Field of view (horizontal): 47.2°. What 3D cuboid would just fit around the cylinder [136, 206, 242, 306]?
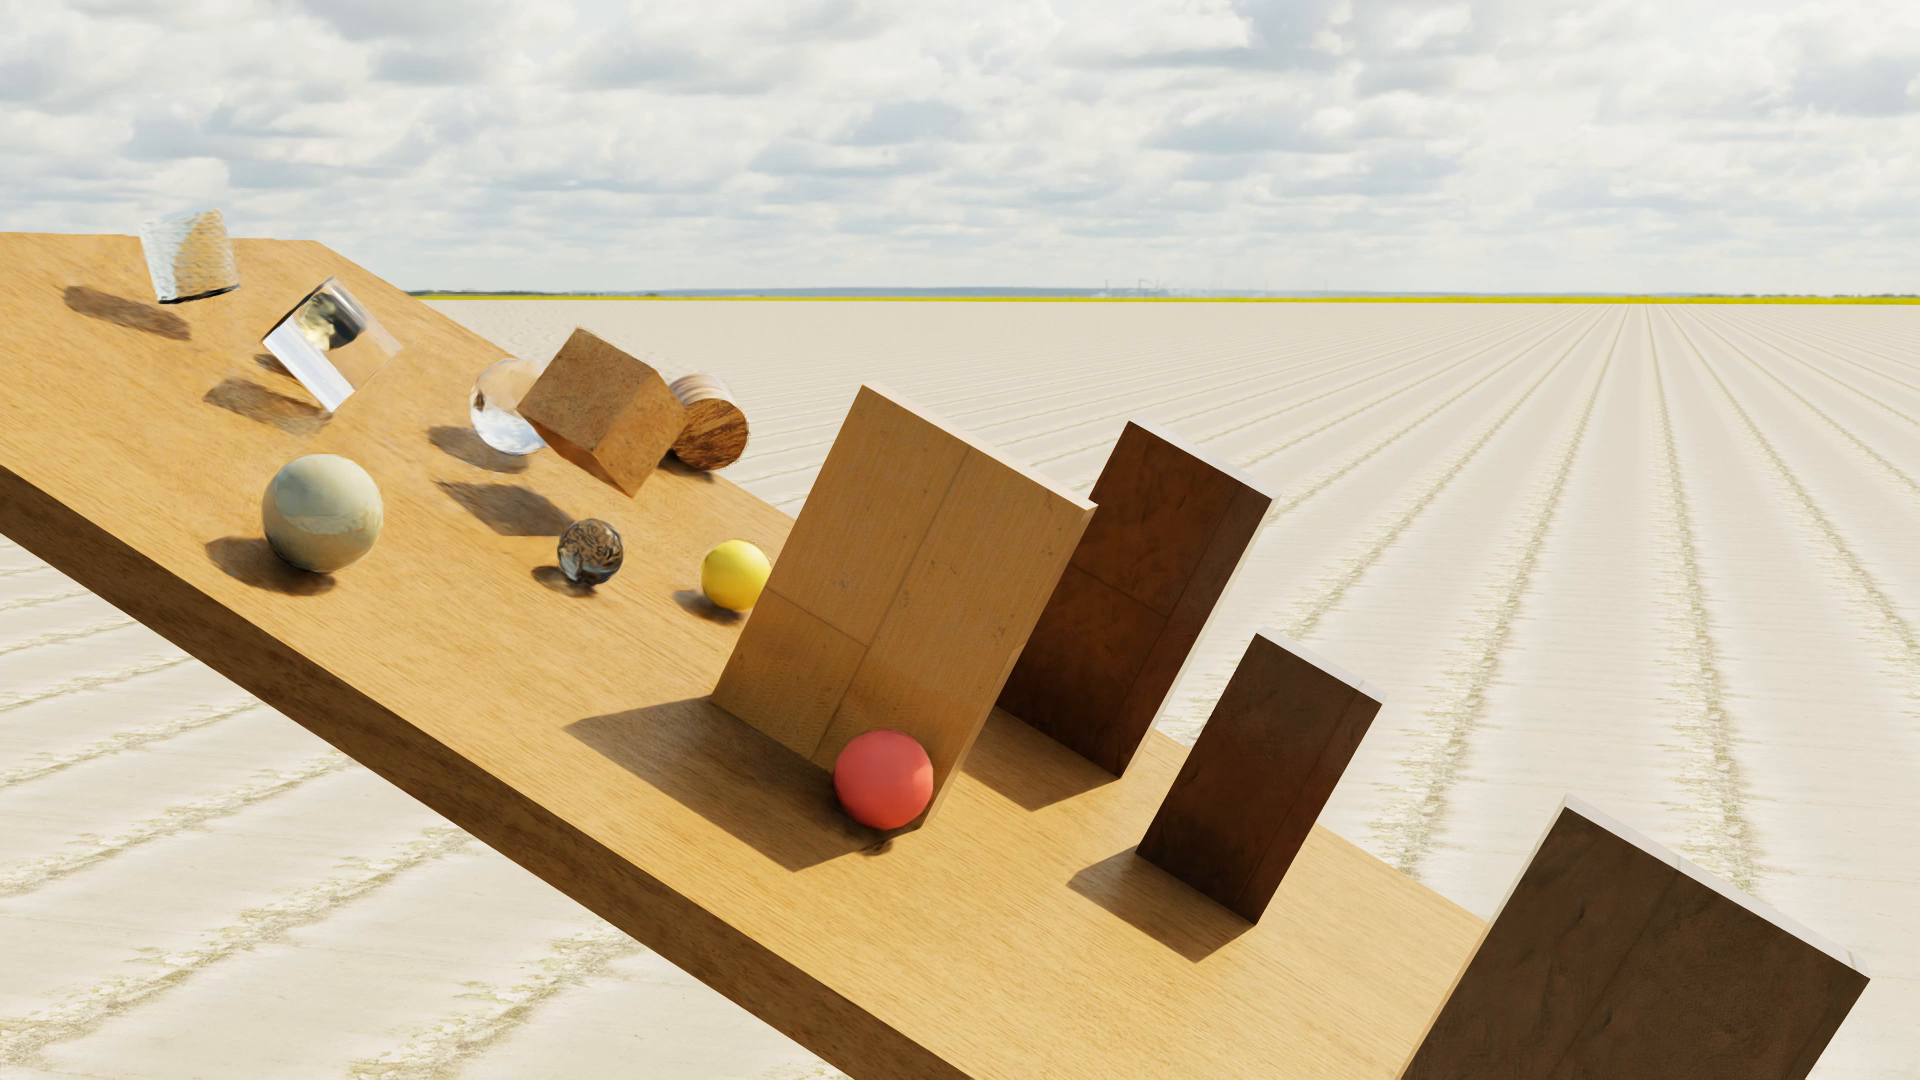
[{"bbox_3d":[-1.543,-0.570,4.402,0.164,0.164,0.164,-10,16,3],"label":"cylinder"}]

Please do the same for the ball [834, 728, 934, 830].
[{"bbox_3d":[-0.128,0.402,3.700,0.169,0.169,0.169,0,7,0],"label":"ball"}]

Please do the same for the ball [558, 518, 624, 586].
[{"bbox_3d":[-0.693,0.023,4.130,0.126,0.126,0.126,0,7,0],"label":"ball"}]

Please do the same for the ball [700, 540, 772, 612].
[{"bbox_3d":[-0.446,0.072,4.373,0.141,0.141,0.141,0,7,0],"label":"ball"}]

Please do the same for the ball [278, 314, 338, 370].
[{"bbox_3d":[-1.337,-0.406,4.516,0.117,0.117,0.117,0,7,0],"label":"ball"}]

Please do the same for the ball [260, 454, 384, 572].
[{"bbox_3d":[-1.041,-0.045,3.592,0.194,0.194,0.194,0,7,0],"label":"ball"}]

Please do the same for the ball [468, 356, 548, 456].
[{"bbox_3d":[-0.928,-0.281,4.625,0.207,0.207,0.207,0,7,0],"label":"ball"}]

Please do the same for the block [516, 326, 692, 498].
[{"bbox_3d":[-0.716,-0.256,4.435,0.210,0.210,0.210,29,-14,25],"label":"block"}]

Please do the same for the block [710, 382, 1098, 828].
[{"bbox_3d":[-0.105,0.112,3.820,0.444,0.635,0.084,30,14,12],"label":"block"}]

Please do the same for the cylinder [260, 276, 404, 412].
[{"bbox_3d":[-1.224,-0.382,4.290,0.190,0.190,0.190,-40,13,11],"label":"cylinder"}]

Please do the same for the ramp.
[{"bbox_3d":[-0.229,0.382,4.151,4.000,0.100,2.000,30,14,12],"label":"ramp"}]

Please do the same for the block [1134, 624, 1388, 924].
[{"bbox_3d":[0.568,0.443,4.155,0.264,0.492,0.098,30,14,12],"label":"block"}]

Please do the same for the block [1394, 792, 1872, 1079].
[{"bbox_3d":[0.856,0.770,3.037,0.441,0.715,0.085,30,14,12],"label":"block"}]

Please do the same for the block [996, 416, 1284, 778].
[{"bbox_3d":[0.358,0.118,4.580,0.333,0.667,0.137,30,14,12],"label":"block"}]

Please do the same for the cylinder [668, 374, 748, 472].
[{"bbox_3d":[-0.612,-0.282,5.240,0.182,0.182,0.182,-2,24,-17],"label":"cylinder"}]
